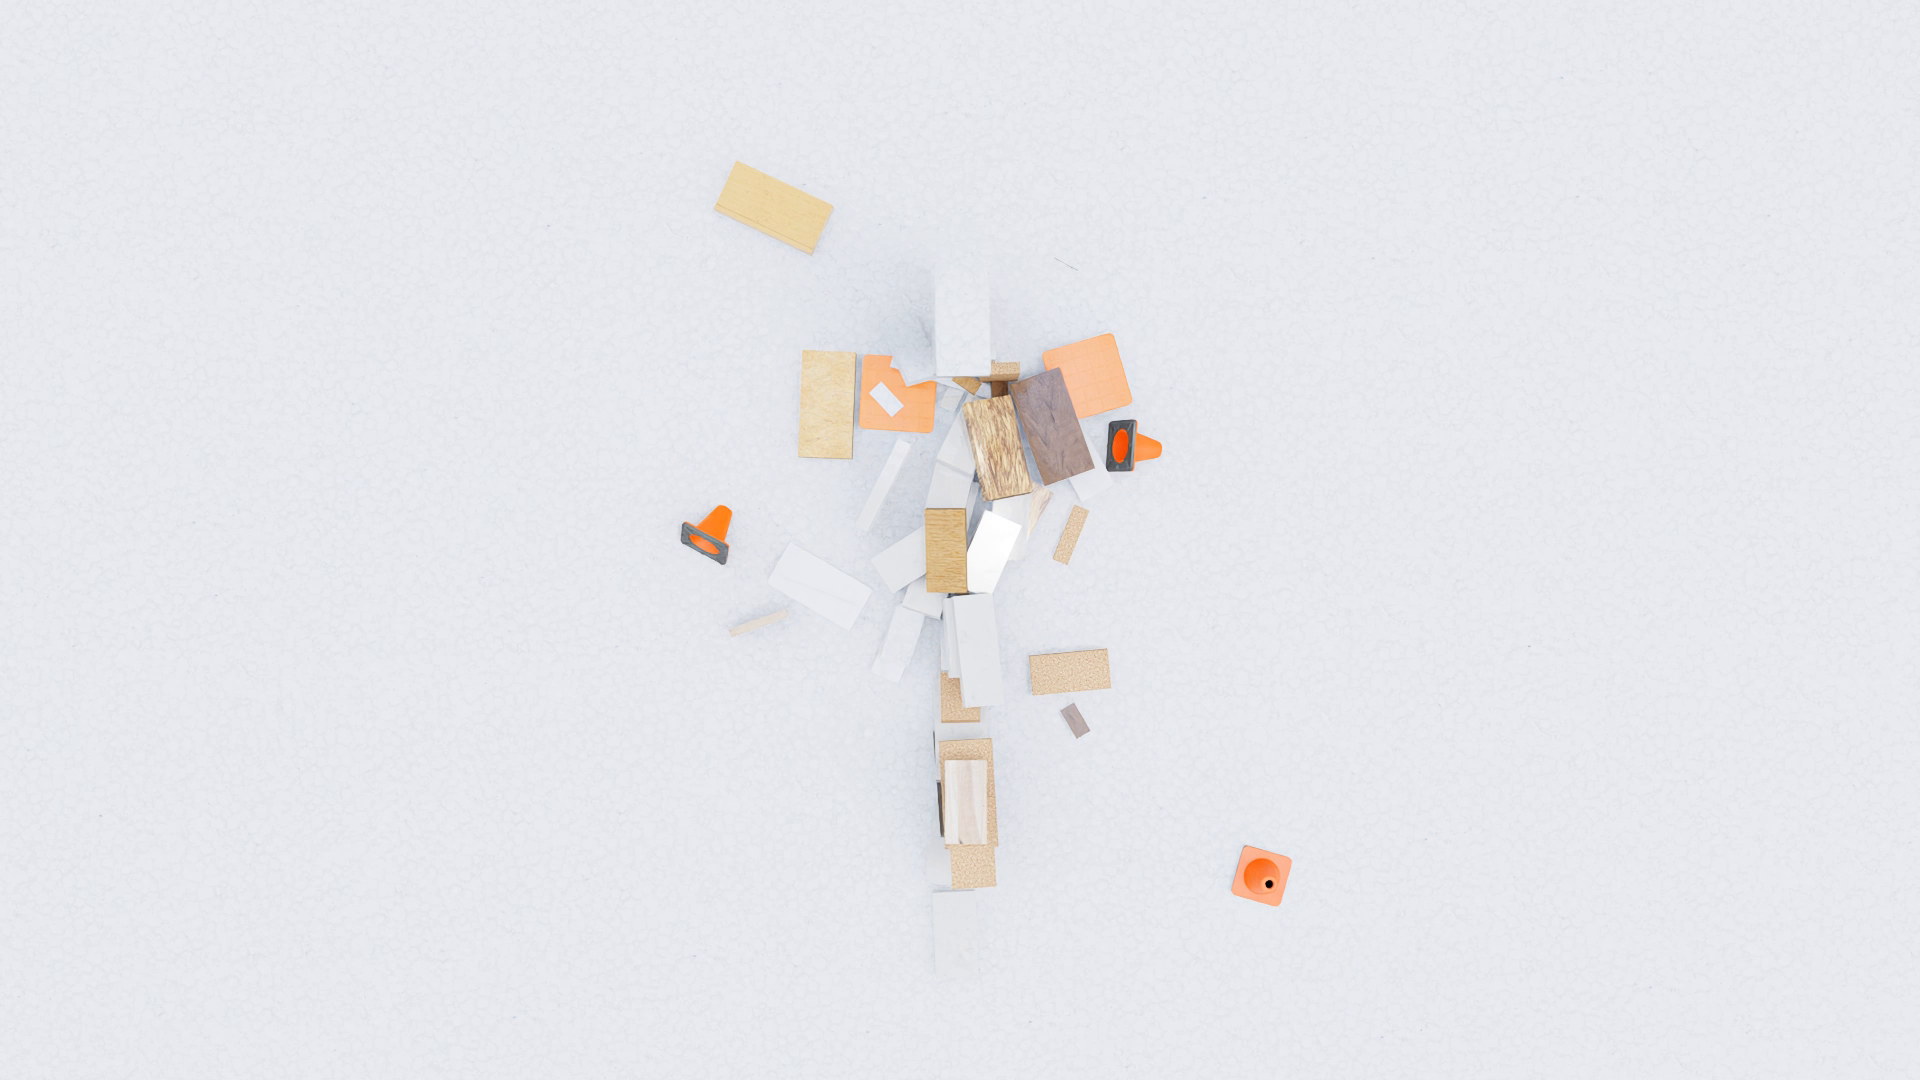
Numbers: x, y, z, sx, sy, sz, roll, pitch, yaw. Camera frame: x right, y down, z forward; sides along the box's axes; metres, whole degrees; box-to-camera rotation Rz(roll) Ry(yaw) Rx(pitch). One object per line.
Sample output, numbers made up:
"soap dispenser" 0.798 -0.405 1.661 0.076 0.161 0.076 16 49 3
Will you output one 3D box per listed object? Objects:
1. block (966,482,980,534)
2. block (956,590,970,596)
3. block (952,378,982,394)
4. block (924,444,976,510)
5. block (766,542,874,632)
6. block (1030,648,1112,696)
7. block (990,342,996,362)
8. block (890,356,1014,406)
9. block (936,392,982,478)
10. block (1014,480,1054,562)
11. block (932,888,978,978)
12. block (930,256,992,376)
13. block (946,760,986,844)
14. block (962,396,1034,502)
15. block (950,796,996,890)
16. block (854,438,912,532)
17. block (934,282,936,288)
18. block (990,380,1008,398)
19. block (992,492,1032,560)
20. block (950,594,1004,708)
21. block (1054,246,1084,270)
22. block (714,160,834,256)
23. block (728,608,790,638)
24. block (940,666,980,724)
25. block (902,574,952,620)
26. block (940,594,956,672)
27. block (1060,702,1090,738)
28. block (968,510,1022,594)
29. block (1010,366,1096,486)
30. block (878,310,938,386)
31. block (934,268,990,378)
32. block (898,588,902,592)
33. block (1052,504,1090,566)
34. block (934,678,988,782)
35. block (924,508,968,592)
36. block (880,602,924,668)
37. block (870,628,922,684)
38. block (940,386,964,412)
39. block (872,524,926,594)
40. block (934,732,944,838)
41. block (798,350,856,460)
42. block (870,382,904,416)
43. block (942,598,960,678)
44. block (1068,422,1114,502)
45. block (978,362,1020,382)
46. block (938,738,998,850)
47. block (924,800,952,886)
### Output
"block" -0.033 -0.074 5.443 0.133 0.038 0.266 13 76 6
"block" 0.006 0.154 5.470 0.046 0.013 0.092 -4 60 3
"block" 0.022 -0.523 5.454 0.090 0.013 0.045 34 85 -6
"block" -0.028 -0.185 5.431 0.129 0.036 0.257 12 71 5
"block" -0.464 0.154 5.478 0.317 0.045 0.158 30 90 0
"block" 0.366 0.439 5.482 0.261 0.037 0.131 -5 90 0
"block" 0.024 -0.592 5.321 0.179 0.357 0.051 2 90 0
"block" -0.022 -0.528 5.461 0.429 0.013 0.045 18 87 -7
"block" 0.031 -0.345 5.441 0.129 0.036 0.257 26 71 0
"block" 0.191 -0.074 5.482 0.130 0.037 0.260 30 90 0
"block" -0.015 1.307 5.480 0.141 0.040 0.282 -3 90 0
"block" 0.002 -0.694 5.117 0.179 0.051 0.357 -2 90 0
"block" 0.018 0.828 5.216 0.130 0.037 0.261 0 85 -1
"block" 0.122 -0.299 5.397 0.158 0.045 0.327 -11 84 -17
"block" 0.037 0.962 5.243 0.141 0.040 0.282 -3 85 -1
"block" -0.250 -0.177 5.421 0.045 0.158 0.317 27 90 0
"block" 0.004 -0.730 4.939 0.153 0.306 0.043 -1 90 0
"block" 0.132 -0.472 5.460 0.054 0.015 0.109 0 80 -16
"block" 0.165 -0.058 5.446 0.122 0.035 0.244 6 90 0
"block" 0.057 0.357 5.338 0.131 0.037 0.360 -5 84 -14
"block" 0.363 -0.939 5.494 0.090 0.013 0.045 28 90 0
"block" -0.616 -1.100 5.475 0.353 0.050 0.176 25 90 0
"block" -0.661 0.273 5.451 0.198 0.099 0.028 -20 90 0
"block" 0.000 0.472 5.428 0.128 0.036 0.256 -1 68 0
"block" -0.082 0.117 5.439 0.133 0.038 0.266 18 77 11
"block" -0.001 0.307 5.444 0.128 0.036 0.257 -2 73 0
"block" 0.384 0.602 5.492 0.054 0.015 0.108 -30 90 0
"block" 0.088 0.047 5.399 0.130 0.037 0.260 23 90 -10
"block" 0.304 -0.373 5.436 0.176 0.050 0.353 -20 90 8
"block" -0.163 -0.632 5.431 0.122 0.035 0.244 -18 74 -21
"block" 0.007 -0.625 4.764 0.153 0.043 0.306 -1 90 0
"block" -0.226 0.122 5.473 0.015 0.054 0.108 -28 90 0
"block" 0.370 -0.017 5.492 0.054 0.015 0.196 22 90 0
"block" 0.004 0.621 5.414 0.171 0.049 0.343 -1 68 0
"block" -0.044 0.034 5.330 0.130 0.037 0.271 0 99 8
"block" -0.187 0.312 5.458 0.099 0.028 0.198 17 90 0
"block" -0.212 0.366 5.486 0.099 0.028 0.198 24 90 0
"block" -0.021 -0.484 5.492 0.054 0.015 0.109 27 90 0
"block" -0.143 0.047 5.385 0.266 0.038 0.133 -32 94 12
"block" 0.009 0.793 5.399 0.171 0.049 0.343 -4 68 -1
"block" -0.440 -0.449 5.475 0.176 0.050 0.353 2 90 0
"block" -0.242 -0.463 5.443 0.054 0.015 0.109 -43 91 -2
"block" 0.018 0.316 5.372 0.128 0.036 0.256 -4 83 -14
"block" 0.401 -0.262 5.483 0.122 0.035 0.244 -28 90 0
"block" 0.126 -0.546 5.371 0.129 0.257 0.036 -2 90 0
"block" 0.027 0.814 5.300 0.171 0.049 0.343 -3 85 -1
"block" -0.026 0.999 5.460 0.141 0.040 0.282 9 90 0
